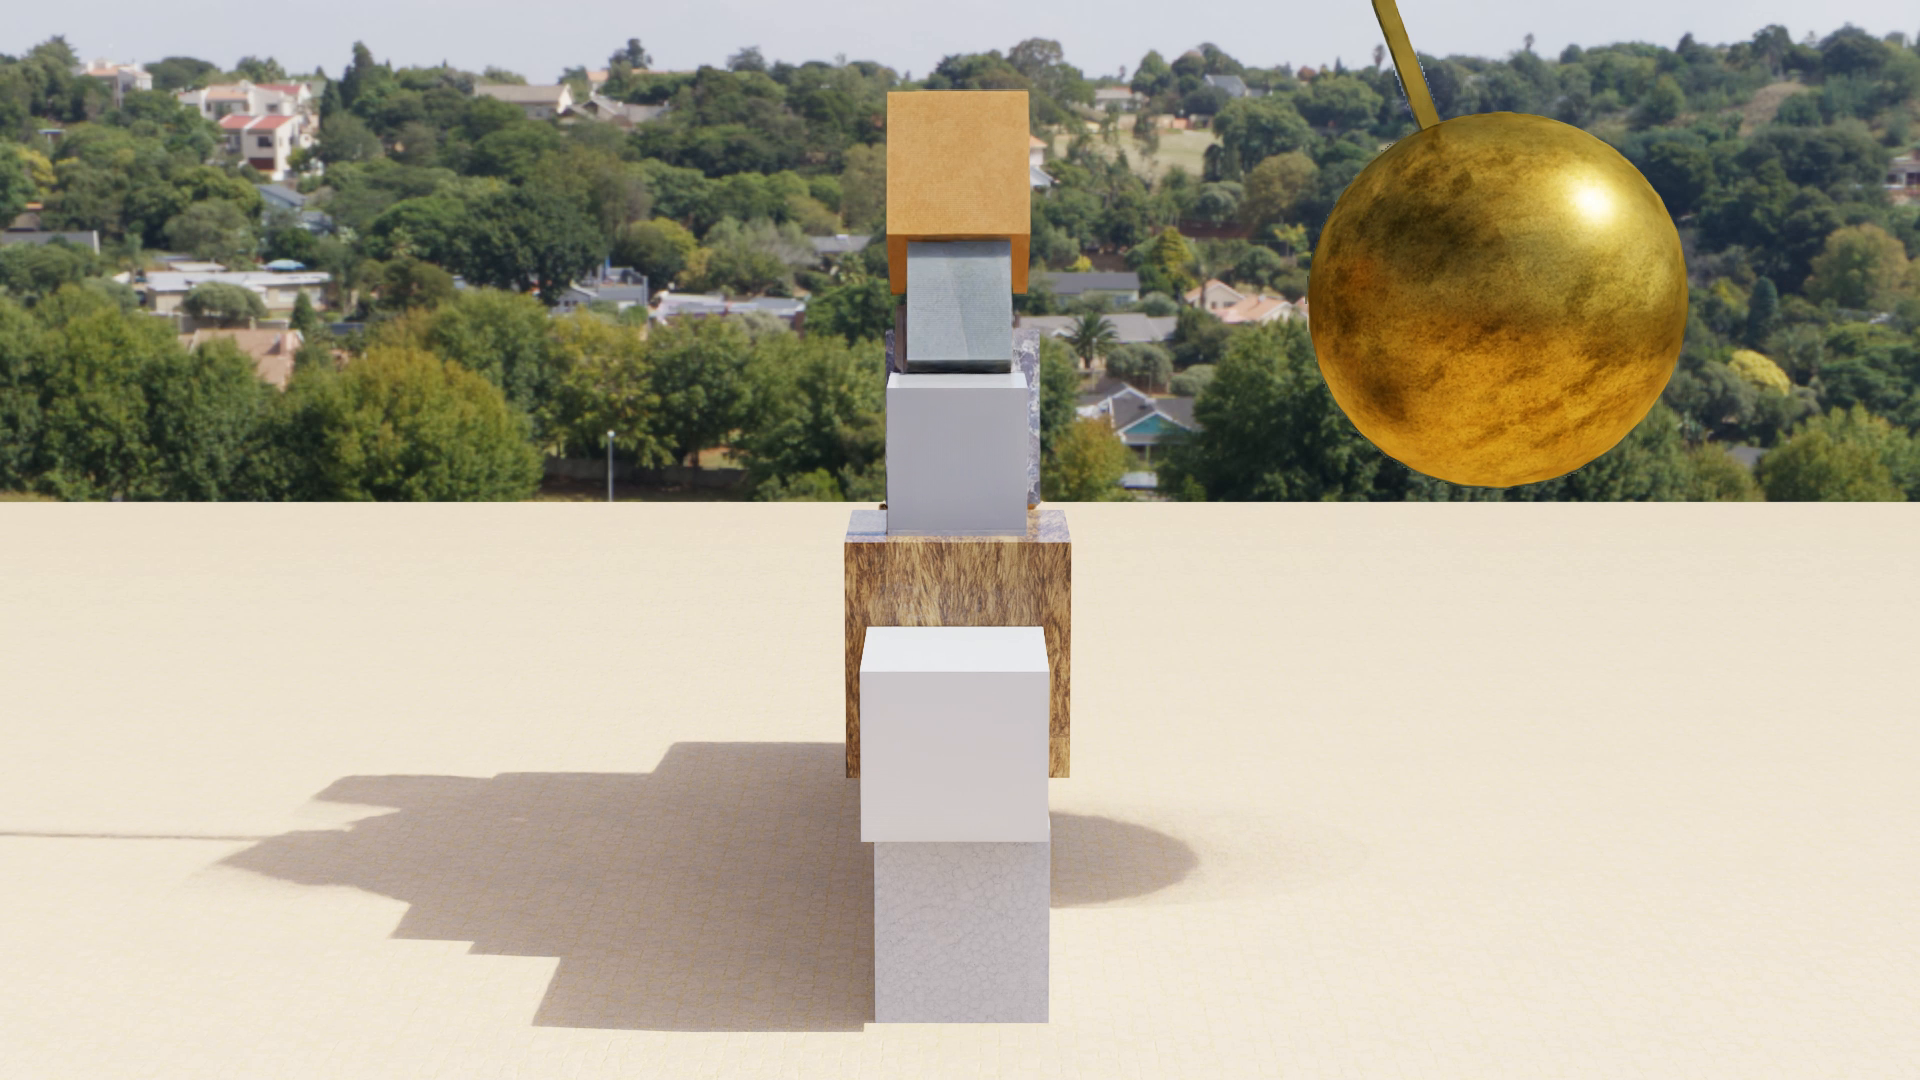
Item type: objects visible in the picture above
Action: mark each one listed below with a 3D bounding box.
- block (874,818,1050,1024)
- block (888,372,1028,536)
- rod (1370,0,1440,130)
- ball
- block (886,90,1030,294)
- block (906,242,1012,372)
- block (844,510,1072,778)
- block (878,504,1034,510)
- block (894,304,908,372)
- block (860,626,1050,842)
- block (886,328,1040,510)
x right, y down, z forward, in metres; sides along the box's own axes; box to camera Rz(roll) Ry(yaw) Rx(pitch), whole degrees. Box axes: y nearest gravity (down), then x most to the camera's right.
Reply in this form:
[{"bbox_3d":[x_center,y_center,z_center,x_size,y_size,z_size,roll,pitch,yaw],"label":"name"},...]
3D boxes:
[{"bbox_3d":[0.008,1.379,9.871,0.651,0.756,0.669,0,10,0],"label":"block"},{"bbox_3d":[-0.010,-0.347,10.228,0.544,0.582,0.513,0,10,0],"label":"block"},{"bbox_3d":[0.994,-4.116,10.432,0.080,5.200,0.080,-22,10,4],"label":"rod"},{"bbox_3d":[2.295,-1.025,10.994,1.600,1.600,1.600,0,10,0],"label":"ball"},{"bbox_3d":[-0.005,-1.462,10.848,0.587,0.655,0.592,0,-19,0],"label":"block"},{"bbox_3d":[-0.002,-0.910,10.635,0.425,0.517,0.428,0,-18,0],"label":"block"},{"bbox_3d":[-0.008,0.404,10.350,0.878,0.940,0.753,0,10,0],"label":"block"},{"bbox_3d":[-0.013,0.254,12.111,0.712,0.822,0.760,0,-1,0],"label":"block"},{"bbox_3d":[-0.024,-0.743,11.270,0.493,0.463,0.539,0,-9,3],"label":"block"},{"bbox_3d":[-0.019,0.716,9.631,0.680,0.635,0.754,0,10,0],"label":"block"},{"bbox_3d":[0.013,-0.557,12.105,0.705,0.800,0.745,0,-1,0],"label":"block"}]
